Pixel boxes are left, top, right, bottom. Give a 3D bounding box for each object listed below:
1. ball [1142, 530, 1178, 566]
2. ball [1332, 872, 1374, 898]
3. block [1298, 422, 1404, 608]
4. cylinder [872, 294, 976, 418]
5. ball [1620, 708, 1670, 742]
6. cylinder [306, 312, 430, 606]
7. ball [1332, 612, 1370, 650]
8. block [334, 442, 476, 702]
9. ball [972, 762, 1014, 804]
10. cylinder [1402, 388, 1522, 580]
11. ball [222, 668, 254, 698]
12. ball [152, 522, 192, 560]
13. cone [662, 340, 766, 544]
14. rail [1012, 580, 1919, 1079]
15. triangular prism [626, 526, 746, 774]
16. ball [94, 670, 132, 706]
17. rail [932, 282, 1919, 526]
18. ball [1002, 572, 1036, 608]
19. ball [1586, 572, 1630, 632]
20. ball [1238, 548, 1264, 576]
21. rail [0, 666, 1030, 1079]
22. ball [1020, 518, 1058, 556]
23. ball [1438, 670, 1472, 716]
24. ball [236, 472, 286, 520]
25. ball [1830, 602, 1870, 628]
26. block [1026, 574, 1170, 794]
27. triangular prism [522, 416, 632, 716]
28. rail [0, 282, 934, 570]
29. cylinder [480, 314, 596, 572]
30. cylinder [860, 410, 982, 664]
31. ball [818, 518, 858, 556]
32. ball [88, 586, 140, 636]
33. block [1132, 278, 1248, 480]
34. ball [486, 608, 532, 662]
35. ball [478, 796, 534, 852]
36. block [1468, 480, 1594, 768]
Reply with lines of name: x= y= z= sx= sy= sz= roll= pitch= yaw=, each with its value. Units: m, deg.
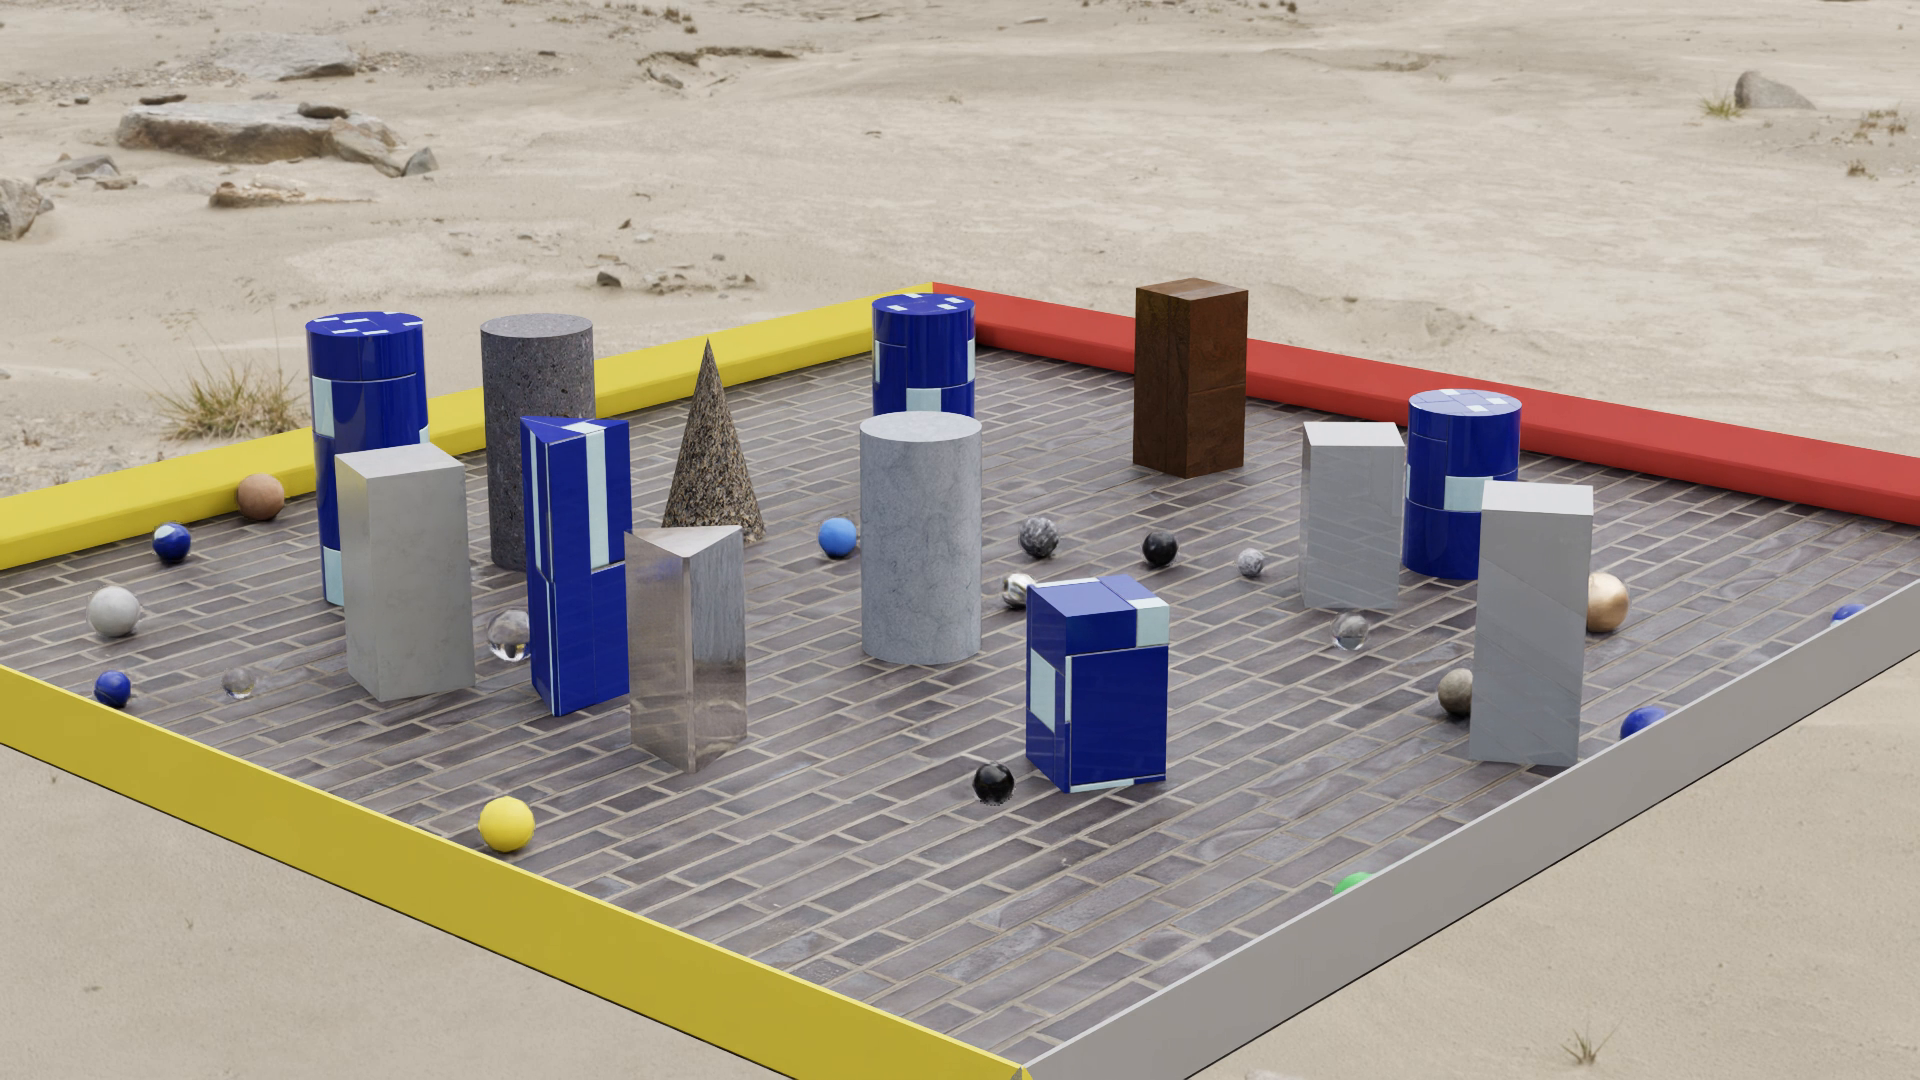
ball: x=0.361 y=0.014 z=5.296 sx=0.064 sy=0.064 sz=0.064 roll=0 pitch=17 yaw=0
ball: x=0.517 y=0.467 z=3.770 sx=0.078 sy=0.078 sz=0.078 roll=0 pitch=17 yaw=0
block: x=0.678 y=-0.044 z=5.098 sx=0.159 sy=0.290 sz=0.159 roll=1 pitch=17 yaw=2
cylinder: x=-0.070 y=-0.268 z=5.675 sx=0.199 sy=0.386 sz=0.199 roll=0 pitch=17 yaw=0
ball: x=1.020 y=0.291 z=4.340 sx=0.086 sy=0.086 sz=0.086 roll=0 pitch=17 yaw=0
cylinder: x=-1.018 y=-0.139 z=5.083 sx=0.199 sy=0.481 sz=0.199 roll=0 pitch=17 yaw=0
ball: x=0.645 y=0.150 z=4.846 sx=0.063 sy=0.063 sz=0.063 roll=0 pitch=17 yaw=0
block: x=-0.881 y=0.049 z=4.659 sx=0.159 sy=0.365 sz=0.159 roll=-9 pitch=19 yaw=-28
ball: x=0.048 y=0.348 z=4.196 sx=0.059 sy=0.059 sz=0.059 roll=0 pitch=17 yaw=0
cylinder: x=0.901 y=-0.102 z=5.271 sx=0.199 sy=0.301 sz=0.199 roll=0 pitch=17 yaw=0
ball: x=-1.137 y=0.225 z=4.621 sx=0.049 sy=0.049 sz=0.049 roll=0 pitch=17 yaw=0
ball: x=-1.431 y=0.003 z=5.324 sx=0.069 sy=0.069 sz=0.069 roll=0 pitch=17 yaw=0
cone: x=-0.463 y=-0.194 z=5.443 sx=0.199 sy=0.378 sz=0.199 roll=0 pitch=17 yaw=0
rail: x=1.038 y=0.292 z=4.257 sx=0.045 sy=0.129 sz=3.019 roll=14 pitch=22 yaw=39
triangular prism: x=-0.385 y=0.152 z=4.371 sx=0.149 sy=0.334 sz=0.172 roll=-12 pitch=21 yaw=-35
ball: x=-1.325 y=0.232 z=4.584 sx=0.057 sy=0.057 sz=0.057 roll=0 pitch=17 yaw=0
rail: x=0.974 y=-0.291 z=6.194 sx=2.797 sy=0.129 sz=0.045 roll=14 pitch=22 yaw=39
ball: x=0.103 y=0.087 z=5.060 sx=0.061 sy=0.061 sz=0.061 roll=0 pitch=17 yaw=0
ball: x=1.077 y=0.104 z=4.938 sx=0.099 sy=0.099 sz=0.099 roll=0 pitch=17 yaw=0
ball: x=0.520 y=0.039 z=5.240 sx=0.049 sy=0.049 sz=0.049 roll=0 pitch=17 yaw=0
rail: x=-0.974 y=0.356 z=4.046 sx=2.797 sy=0.129 sz=0.045 roll=14 pitch=22 yaw=39
ball: x=0.144 y=-0.006 z=5.349 sx=0.072 sy=0.072 sz=0.072 roll=0 pitch=17 yaw=0
ball: x=0.777 y=0.237 z=4.544 sx=0.072 sy=0.072 sz=0.072 roll=0 pitch=17 yaw=0
ball: x=-1.329 y=-0.083 z=5.575 sx=0.090 sy=0.090 sz=0.090 roll=0 pitch=17 yaw=0
ball: x=1.475 y=0.145 z=4.831 sx=0.082 sy=0.082 sz=0.082 roll=0 pitch=17 yaw=0
block: x=0.199 y=0.209 z=4.296 sx=0.159 sy=0.269 sz=0.159 roll=-6 pitch=18 yaw=-19
triangular prism: x=-0.626 y=0.031 z=4.589 sx=0.149 sy=0.439 sz=0.172 roll=14 pitch=22 yaw=38
rail: x=-1.038 y=-0.228 z=5.983 sx=0.045 sy=0.129 sz=3.019 roll=14 pitch=22 yaw=39
cylinder: x=-0.755 y=-0.176 z=5.292 sx=0.199 sy=0.432 sz=0.199 roll=0 pitch=17 yaw=0
cylinder: x=-0.064 y=-0.005 z=4.820 sx=0.199 sy=0.376 sz=0.199 roll=0 pitch=17 yaw=0
ball: x=-0.223 y=-0.006 z=5.350 sx=0.072 sy=0.072 sz=0.072 roll=0 pitch=17 yaw=0
ball: x=-1.417 y=0.120 z=4.911 sx=0.084 sy=0.084 sz=0.084 roll=0 pitch=17 yaw=0
block: x=0.464 y=-0.328 z=5.911 sx=0.159 sy=0.364 sz=0.159 roll=-13 pitch=21 yaw=-37
ball: x=-0.729 y=0.155 z=4.790 sx=0.087 sy=0.087 sz=0.087 roll=0 pitch=17 yaw=0
ball: x=-0.623 y=0.390 z=4.029 sx=0.075 sy=0.075 sz=0.075 roll=0 pitch=17 yaw=0
block: x=0.851 y=0.123 z=4.371 sx=0.159 sy=0.389 sz=0.159 roll=3 pitch=17 yaw=11
